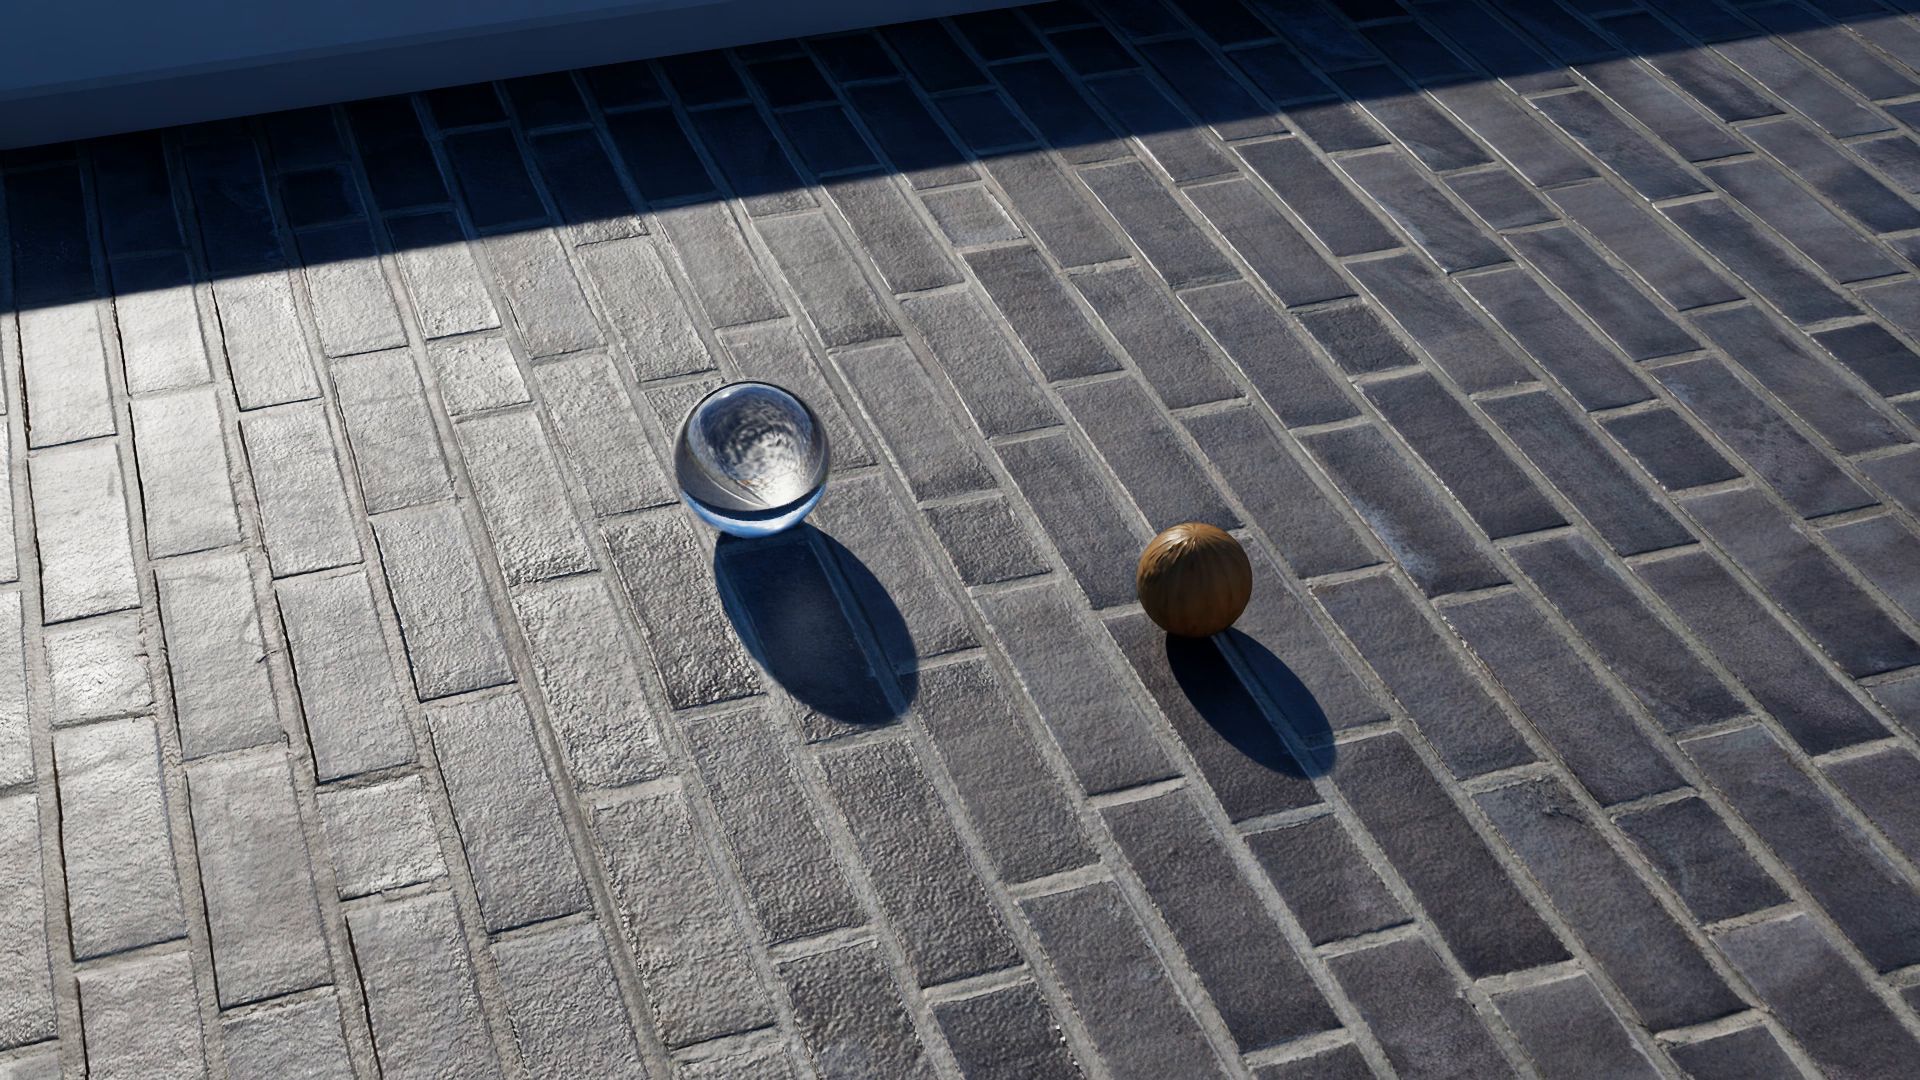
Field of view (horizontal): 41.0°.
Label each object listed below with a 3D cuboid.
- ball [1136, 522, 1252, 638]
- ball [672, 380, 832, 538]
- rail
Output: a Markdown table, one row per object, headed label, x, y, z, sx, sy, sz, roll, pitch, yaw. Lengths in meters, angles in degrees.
| label | x | y | z | sx | sy | sz | roll | pitch | yaw |
| --- | --- | --- | --- | --- | --- | --- | --- | --- | --- |
| ball | 0.139 | 0.024 | 1.523 | 0.069 | 0.069 | 0.069 | 0 | 35 | 0 |
| ball | -0.130 | -0.050 | 1.602 | 0.099 | 0.099 | 0.099 | 0 | 35 | 0 |
| rail | 0.386 | -0.583 | 2.324 | 2.723 | 0.129 | 0.045 | -11 | 37 | -15 |
